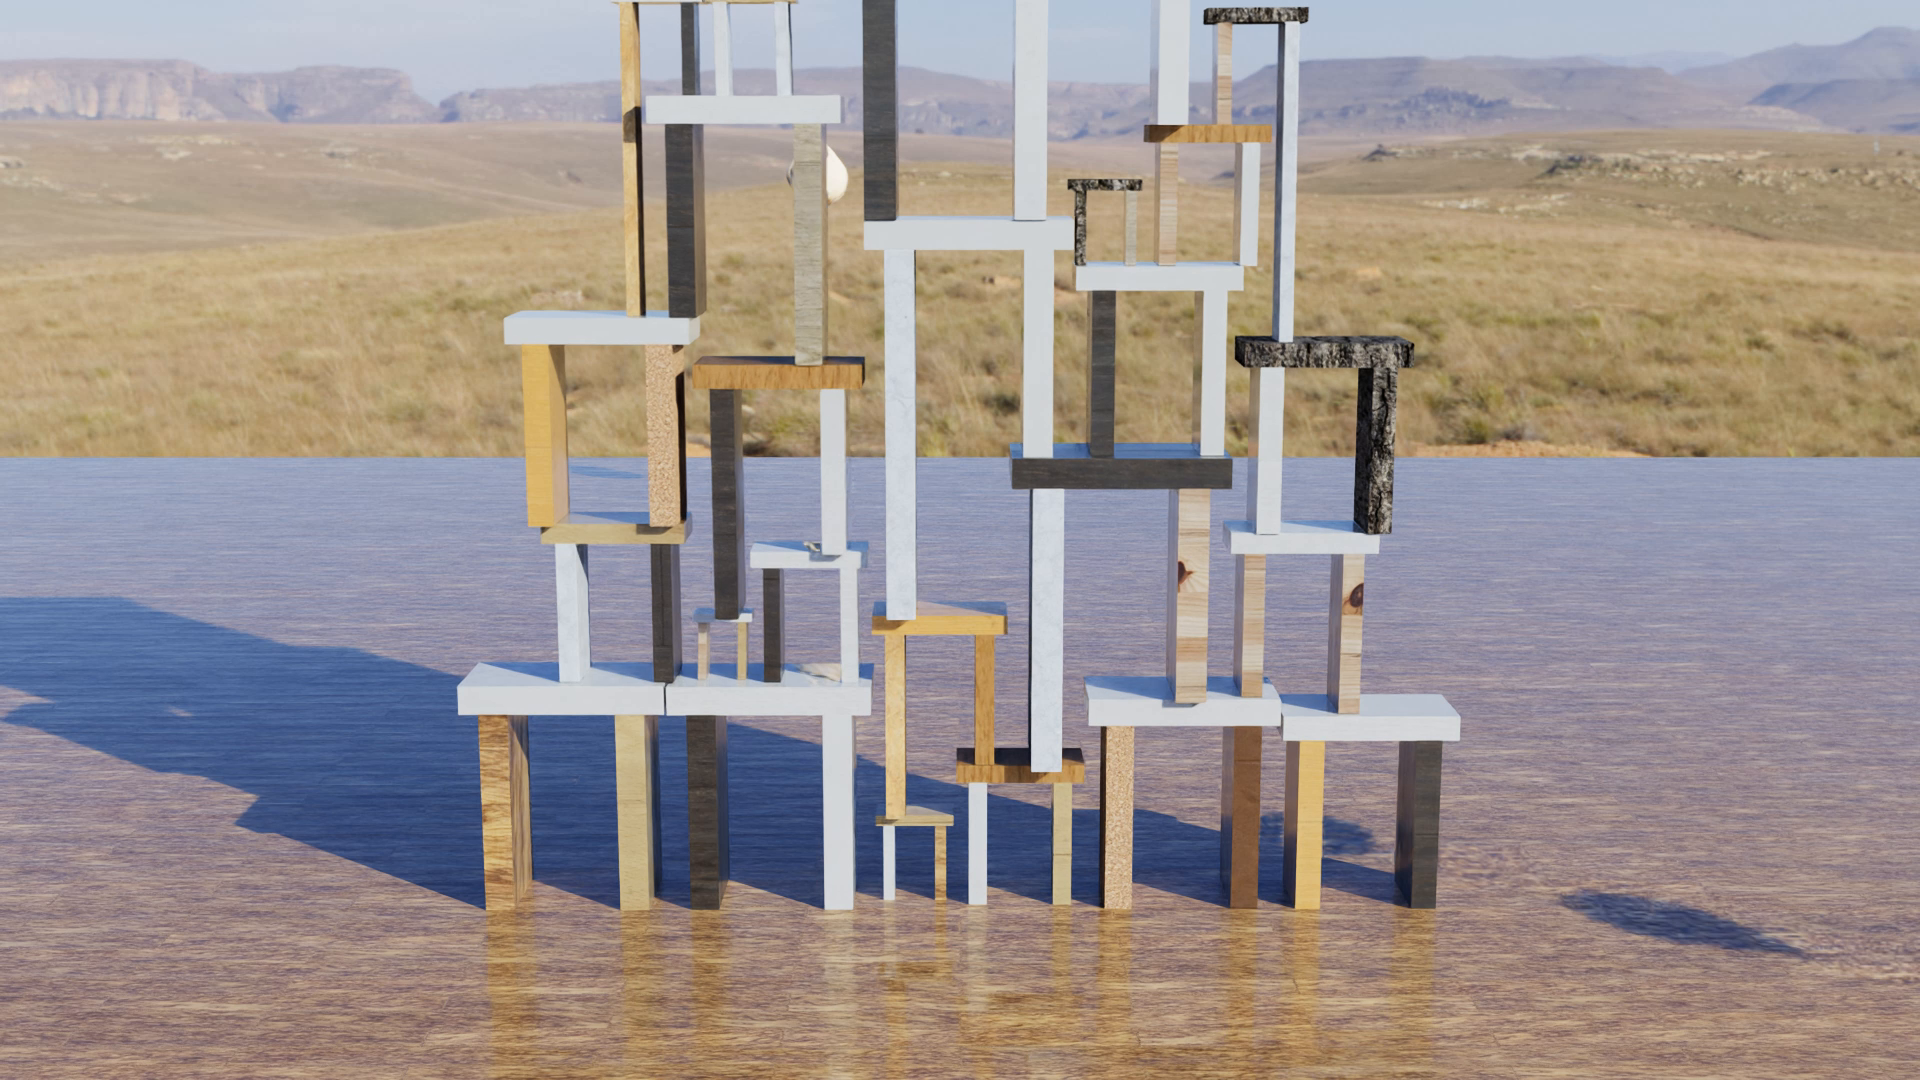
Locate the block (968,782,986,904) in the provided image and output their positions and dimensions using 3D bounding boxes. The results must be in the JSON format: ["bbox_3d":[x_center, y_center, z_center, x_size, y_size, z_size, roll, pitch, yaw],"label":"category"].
[{"bbox_3d":[0.029,0.488,3.649,0.029,0.208,0.104,0,11,0],"label":"block"}]

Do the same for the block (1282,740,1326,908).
[{"bbox_3d":[0.568,0.450,3.641,0.040,0.284,0.142,0,11,0],"label":"block"}]

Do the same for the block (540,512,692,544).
[{"bbox_3d":[-0.554,-0.020,3.559,0.228,0.032,0.114,0,11,0],"label":"block"}]

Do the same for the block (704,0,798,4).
[{"bbox_3d":[-0.322,-0.841,3.404,0.141,0.020,0.071,0,11,-1],"label":"block"}]

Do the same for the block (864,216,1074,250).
[{"bbox_3d":[0.013,-0.485,3.467,0.324,0.046,0.162,0,11,0],"label":"block"}]

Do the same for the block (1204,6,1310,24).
[{"bbox_3d":[0.458,-0.811,3.402,0.154,0.022,0.077,0,11,1],"label":"block"}]

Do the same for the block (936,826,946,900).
[{"bbox_3d":[-0.032,0.527,3.659,0.018,0.128,0.064,0,11,0],"label":"block"}]

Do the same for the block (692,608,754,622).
[{"bbox_3d":[-0.384,0.122,3.579,0.095,0.014,0.048,0,11,0],"label":"block"}]

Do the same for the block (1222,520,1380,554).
[{"bbox_3d":[0.550,-0.005,3.559,0.236,0.033,0.118,0,11,0],"label":"block"}]

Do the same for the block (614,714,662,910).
[{"bbox_3d":[-0.531,0.428,3.641,0.047,0.329,0.165,0,11,0],"label":"block"}]

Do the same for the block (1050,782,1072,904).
[{"bbox_3d":[0.168,0.488,3.649,0.029,0.208,0.104,0,10,0],"label":"block"}]

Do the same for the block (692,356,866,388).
[{"bbox_3d":[-0.287,-0.268,3.510,0.265,0.037,0.132,0,11,0],"label":"block"}]

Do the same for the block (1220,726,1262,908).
[{"bbox_3d":[0.465,0.437,3.646,0.044,0.309,0.154,0,11,0],"label":"block"}]

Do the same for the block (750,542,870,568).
[{"bbox_3d":[-0.242,0.024,3.567,0.188,0.027,0.094,0,11,0],"label":"block"}]

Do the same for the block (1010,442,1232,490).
[{"bbox_3d":[0.254,-0.119,3.533,0.346,0.049,0.173,0,11,0],"label":"block"}]

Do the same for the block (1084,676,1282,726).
[{"bbox_3d":[0.362,0.264,3.613,0.309,0.044,0.154,0,11,0],"label":"block"}]

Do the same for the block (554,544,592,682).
[{"bbox_3d":[-0.630,0.108,3.583,0.032,0.228,0.114,0,11,0],"label":"block"}]

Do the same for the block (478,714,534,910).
[{"bbox_3d":[-0.751,0.428,3.641,0.047,0.329,0.165,0,11,0],"label":"block"}]

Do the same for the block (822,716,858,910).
[{"bbox_3d":[-0.198,0.428,3.644,0.046,0.328,0.164,0,11,0],"label":"block"}]

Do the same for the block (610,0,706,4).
[{"bbox_3d":[-0.465,-0.841,3.404,0.141,0.020,0.071,0,11,1],"label":"block"}]

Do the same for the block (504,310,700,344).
[{"bbox_3d":[-0.566,-0.338,3.493,0.288,0.041,0.144,0,11,0],"label":"block"}]

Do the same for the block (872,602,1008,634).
[{"bbox_3d":[-0.033,0.127,3.586,0.218,0.031,0.109,0,11,0],"label":"block"}]

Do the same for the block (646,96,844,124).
[{"bbox_3d":[-0.332,-0.672,3.437,0.297,0.042,0.148,0,11,0],"label":"block"}]

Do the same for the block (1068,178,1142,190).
[{"bbox_3d":[0.228,-0.558,3.455,0.116,0.016,0.058,0,11,2],"label":"block"}]

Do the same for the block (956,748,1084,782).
[{"bbox_3d":[0.098,0.371,3.628,0.208,0.029,0.104,0,11,0],"label":"block"}]

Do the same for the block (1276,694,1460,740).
[{"bbox_3d":[0.663,0.291,3.612,0.284,0.040,0.142,0,11,0],"label":"block"}]

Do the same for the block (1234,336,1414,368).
[{"bbox_3d":[0.579,-0.300,3.506,0.265,0.037,0.132,0,11,0],"label":"block"}]

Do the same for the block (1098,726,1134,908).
[{"bbox_3d":[0.259,0.437,3.646,0.044,0.309,0.154,0,11,0],"label":"block"}]

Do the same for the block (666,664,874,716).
[{"bbox_3d":[-0.307,0.244,3.610,0.328,0.046,0.164,0,11,0],"label":"block"}]

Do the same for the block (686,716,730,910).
[{"bbox_3d":[-0.416,0.428,3.644,0.046,0.328,0.164,0,11,0],"label":"block"}]

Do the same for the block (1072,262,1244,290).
[{"bbox_3d":[0.311,-0.418,3.483,0.260,0.037,0.130,0,11,0],"label":"block"}]

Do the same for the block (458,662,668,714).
[{"bbox_3d":[-0.641,0.243,3.607,0.329,0.047,0.165,0,11,0],"label":"block"}]

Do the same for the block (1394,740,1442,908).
[{"bbox_3d":[0.758,0.450,3.641,0.040,0.284,0.142,0,11,0],"label":"block"}]

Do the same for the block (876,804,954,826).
[{"bbox_3d":[-0.075,0.455,3.646,0.128,0.018,0.064,0,11,0],"label":"block"}]

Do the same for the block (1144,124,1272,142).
[{"bbox_3d":[0.387,-0.637,3.444,0.190,0.027,0.095,0,11,0],"label":"block"}]

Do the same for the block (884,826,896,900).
[{"bbox_3d":[-0.117,0.527,3.659,0.018,0.128,0.064,0,11,0],"label":"block"}]
